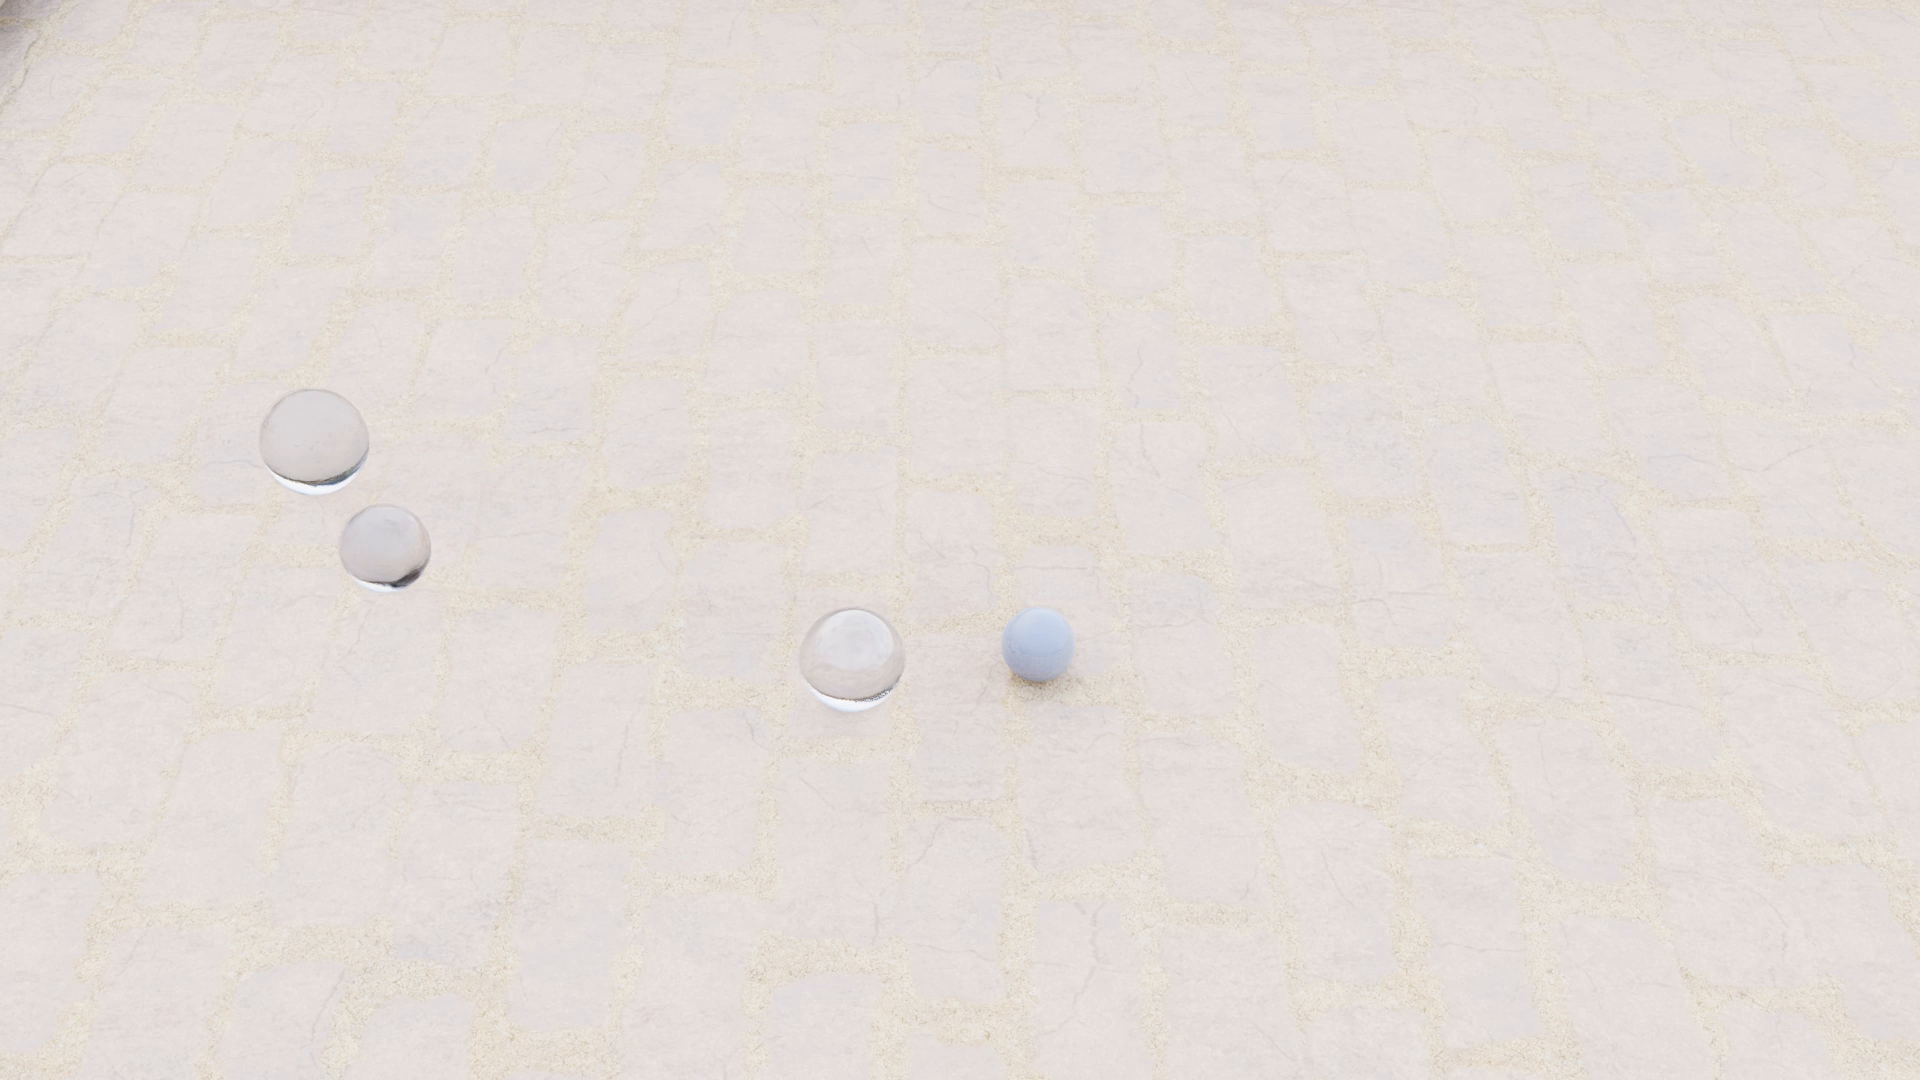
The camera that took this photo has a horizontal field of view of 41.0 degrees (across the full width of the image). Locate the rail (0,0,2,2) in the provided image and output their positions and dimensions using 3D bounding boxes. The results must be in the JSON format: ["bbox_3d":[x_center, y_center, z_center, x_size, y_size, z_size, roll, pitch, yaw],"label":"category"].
[{"bbox_3d":[-0.868,-0.011,1.639,0.045,0.094,2.047,0,36,0],"label":"rail"}]

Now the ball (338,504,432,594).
[{"bbox_3d":[-0.369,0.005,1.649,0.058,0.058,0.058,0,36,0],"label":"ball"}]

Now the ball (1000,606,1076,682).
[{"bbox_3d":[0.048,0.064,1.579,0.046,0.046,0.046,0,36,0],"label":"ball"}]

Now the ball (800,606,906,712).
[{"bbox_3d":[-0.065,0.072,1.553,0.064,0.064,0.064,0,36,0],"label":"ball"}]

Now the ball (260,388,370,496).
[{"bbox_3d":[-0.436,-0.066,1.735,0.072,0.072,0.072,0,36,0],"label":"ball"}]
